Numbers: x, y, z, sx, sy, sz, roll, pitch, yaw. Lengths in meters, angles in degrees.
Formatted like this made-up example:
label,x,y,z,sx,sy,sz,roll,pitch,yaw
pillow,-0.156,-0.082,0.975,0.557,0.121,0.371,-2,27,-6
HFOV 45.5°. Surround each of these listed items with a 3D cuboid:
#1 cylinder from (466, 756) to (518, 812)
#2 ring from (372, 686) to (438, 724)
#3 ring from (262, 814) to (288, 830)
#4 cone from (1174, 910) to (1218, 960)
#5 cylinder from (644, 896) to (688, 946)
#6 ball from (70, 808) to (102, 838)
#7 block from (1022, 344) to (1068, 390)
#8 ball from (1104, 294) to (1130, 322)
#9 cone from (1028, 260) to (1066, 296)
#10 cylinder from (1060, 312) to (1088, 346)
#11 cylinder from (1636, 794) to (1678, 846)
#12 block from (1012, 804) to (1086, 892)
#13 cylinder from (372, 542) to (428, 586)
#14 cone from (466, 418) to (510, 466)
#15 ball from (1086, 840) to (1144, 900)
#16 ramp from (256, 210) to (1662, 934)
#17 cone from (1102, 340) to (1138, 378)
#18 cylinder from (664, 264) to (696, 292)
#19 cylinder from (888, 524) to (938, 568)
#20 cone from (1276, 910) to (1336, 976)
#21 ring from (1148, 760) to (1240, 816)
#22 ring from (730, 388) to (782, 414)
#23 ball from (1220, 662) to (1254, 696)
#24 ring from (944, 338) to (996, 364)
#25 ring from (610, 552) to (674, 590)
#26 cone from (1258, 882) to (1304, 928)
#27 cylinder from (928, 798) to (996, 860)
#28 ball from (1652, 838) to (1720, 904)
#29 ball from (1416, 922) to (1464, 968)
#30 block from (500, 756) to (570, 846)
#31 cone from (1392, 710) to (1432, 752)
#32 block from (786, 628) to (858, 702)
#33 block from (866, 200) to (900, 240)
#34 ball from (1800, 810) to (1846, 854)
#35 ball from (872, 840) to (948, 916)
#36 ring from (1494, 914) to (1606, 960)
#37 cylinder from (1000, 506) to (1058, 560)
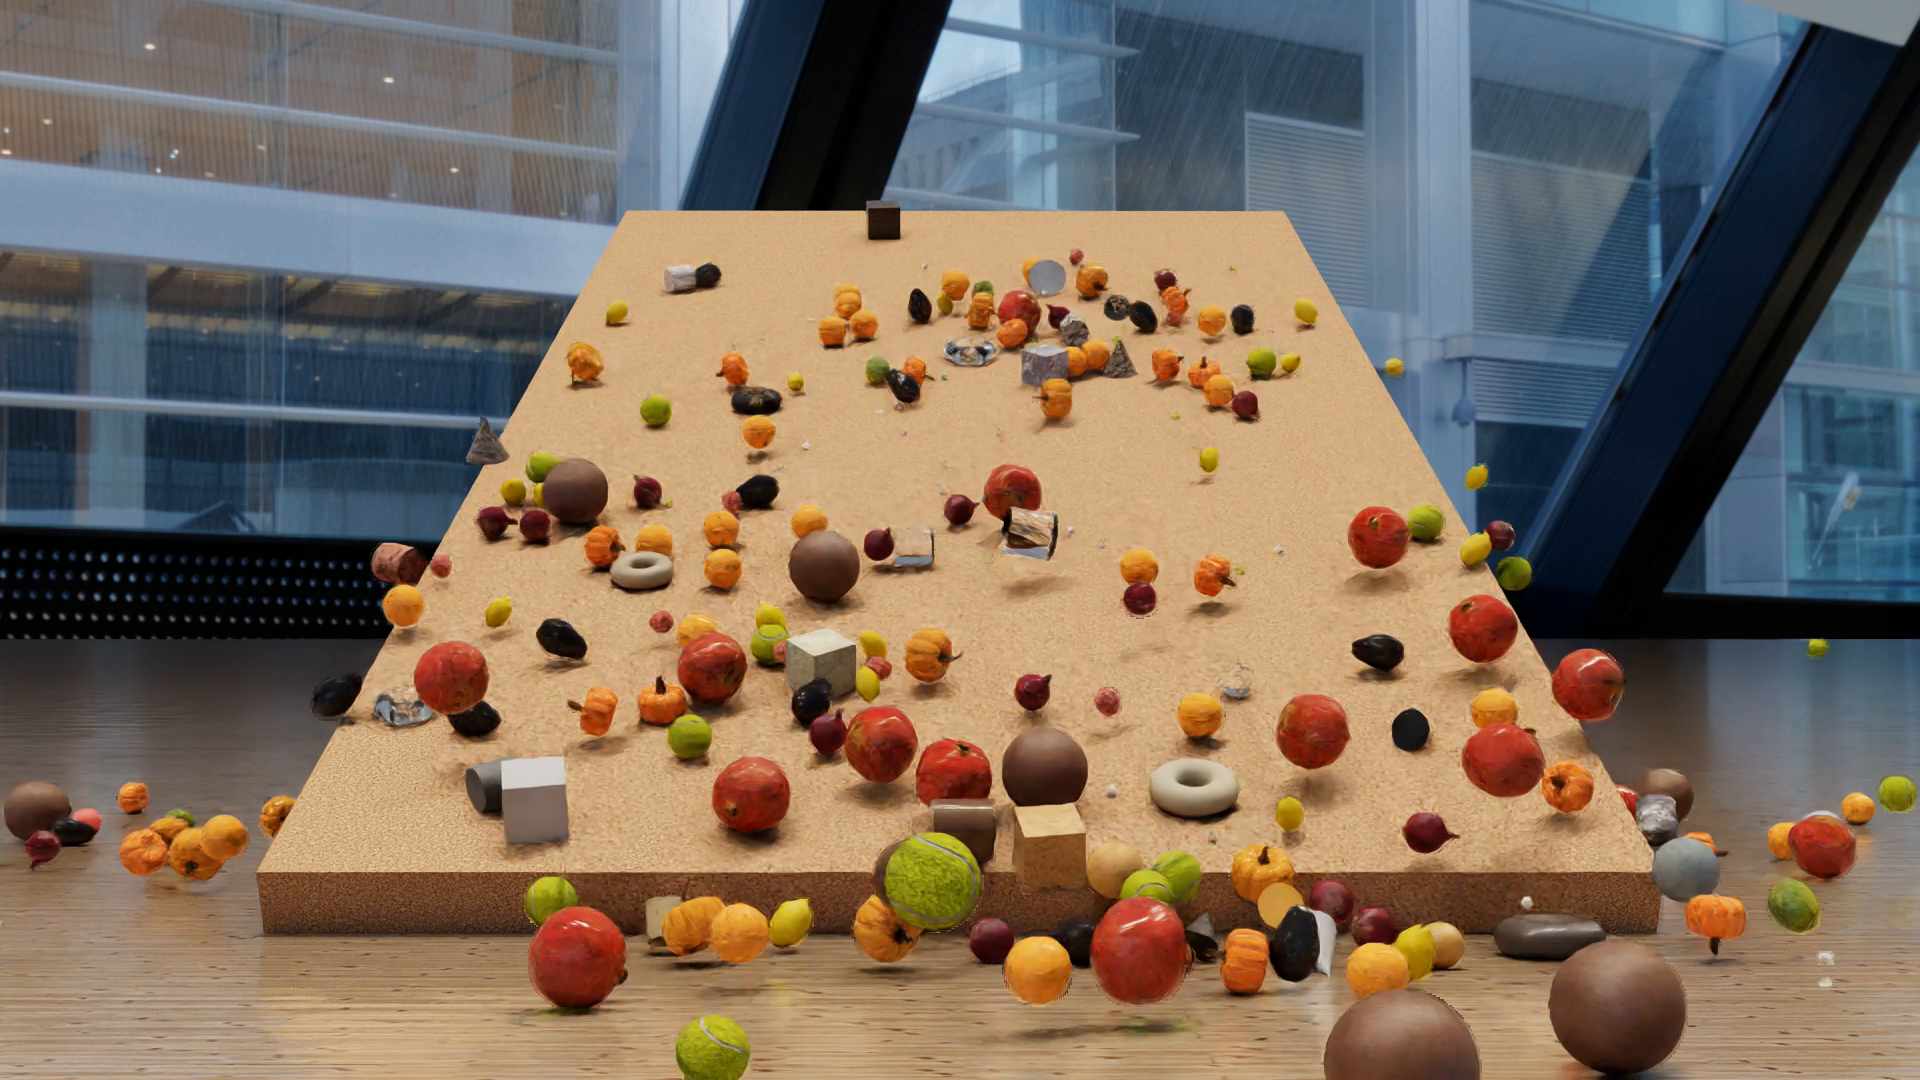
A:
label,x,y,z,sx,sy,sz,roll,pitch,yaw
cylinder,-0.693,0.364,3.426,0.069,0.069,0.069,-15,6,-33
ring,-0.899,0.267,3.718,0.104,0.035,0.104,1,21,0
ring,-1.496,0.621,5.060,0.090,0.030,0.090,0,-1,0
cone,0.319,0.510,3.016,0.061,0.061,0.061,14,-42,13
cylinder,-0.395,0.512,3.079,0.055,0.055,0.055,-6,-24,-3
ball,-1.845,0.597,4.834,0.060,0.060,0.060,0,-2,0
block,0.199,-0.407,5.366,0.078,0.078,0.078,-20,29,-41
ball,0.384,-0.568,5.601,0.066,0.066,0.066,0,-2,0
cone,0.231,-0.692,6.131,0.100,0.100,0.100,0,-5,0
cylinder,0.283,-0.521,5.672,0.065,0.065,0.065,0,27,-1
cylinder,1.381,0.556,4.537,0.077,0.077,0.077,5,-33,3
block,0.126,0.433,3.231,0.087,0.087,0.087,-3,22,-9
cylinder,-1.106,0.048,4.522,0.077,0.077,0.077,11,4,33
cone,-1.007,-0.218,4.863,0.092,0.092,0.092,0,22,0
ball,0.215,0.458,3.181,0.081,0.081,0.081,0,-2,0
ramp,-0.006,-0.219,5.131,2.000,0.100,4.000,0,22,0
cone,0.379,-0.436,5.431,0.085,0.085,0.085,0,22,0
cylinder,-0.747,-0.699,6.113,0.066,0.066,0.066,-13,4,-29
cylinder,-0.089,0.011,4.316,0.071,0.071,0.071,-14,1,-14
cone,0.455,0.530,2.914,0.082,0.082,0.082,1,26,-14
ring,0.352,0.372,3.445,0.136,0.045,0.136,-1,22,0
ring,-0.461,-0.316,5.186,0.116,0.039,0.116,1,22,0
ball,0.456,0.231,3.787,0.056,0.056,0.056,0,-2,0
ring,0.022,-0.457,5.541,0.126,0.042,0.126,-1,23,0
ring,-0.589,0.056,4.244,0.120,0.040,0.120,0,23,0
cone,0.447,0.501,3.155,0.063,0.063,0.063,-1,-4,18
cylinder,0.002,0.413,3.275,0.088,0.088,0.088,1,-2,-5
ball,1.005,0.457,3.173,0.091,0.091,0.091,0,-2,0
ball,0.618,0.520,2.943,0.060,0.060,0.060,0,-2,0
block,-0.622,0.381,3.354,0.092,0.092,0.092,-4,22,-10
cone,0.731,0.306,3.632,0.067,0.067,0.067,-2,-13,41
block,-0.230,0.207,3.805,0.084,0.084,0.084,-15,26,-34
block,-0.224,-0.932,6.669,0.093,0.093,0.093,-2,22,-6
ball,1.681,0.569,4.464,0.085,0.085,0.085,0,-2,0
ball,-0.062,0.422,2.863,0.096,0.096,0.096,0,-2,0
ring,0.788,0.531,3.061,0.148,0.049,0.148,1,-1,0
cylinder,0.128,-0.012,4.213,0.088,0.088,0.088,9,-4,-8
